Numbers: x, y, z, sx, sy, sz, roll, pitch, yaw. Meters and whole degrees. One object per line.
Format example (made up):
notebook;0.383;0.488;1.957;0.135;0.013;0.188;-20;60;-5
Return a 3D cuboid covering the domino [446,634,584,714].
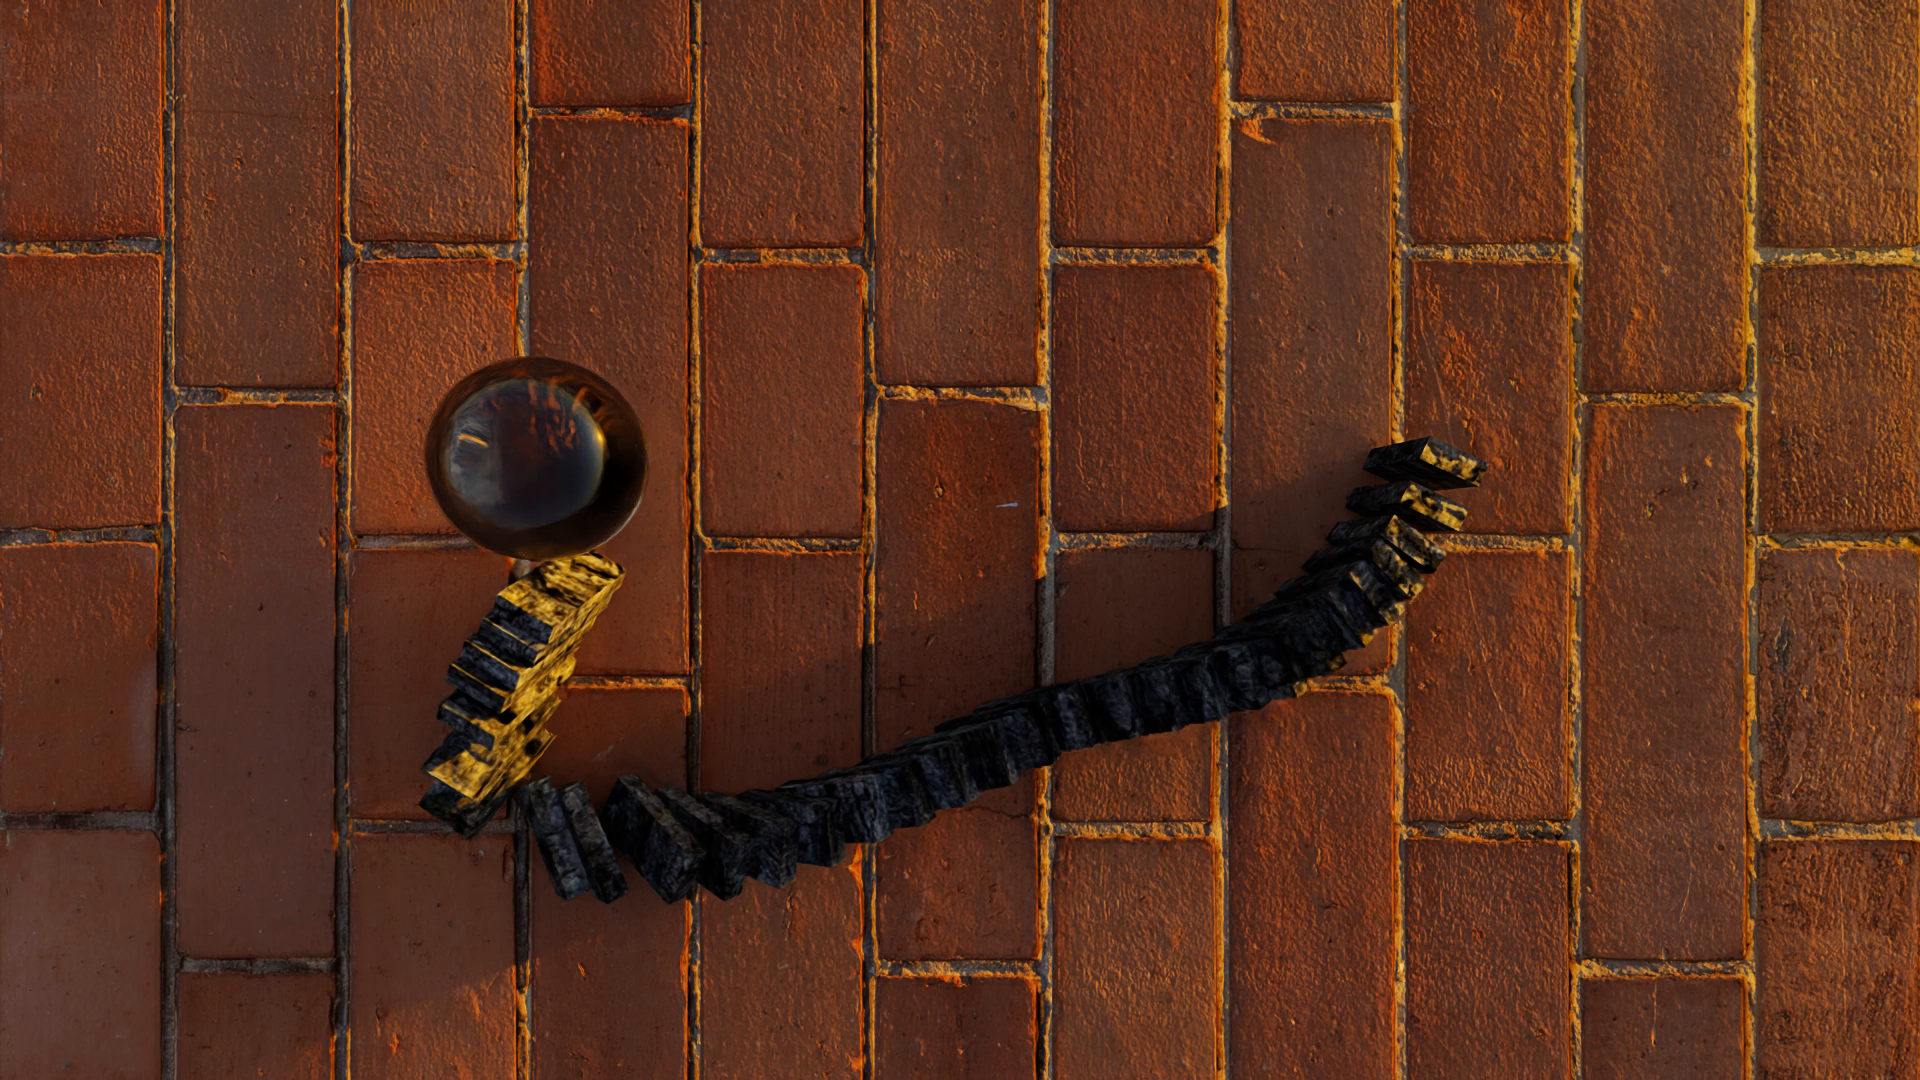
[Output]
domino;-0.181;0.047;0.376;0.025;0.050;0.009;31;119;0

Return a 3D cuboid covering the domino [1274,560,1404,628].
domino;0.153;0.025;0.375;0.009;0.050;0.025;-38;90;-20

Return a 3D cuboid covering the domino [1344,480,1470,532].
domino;0.181;-0.013;0.375;0.025;0.050;0.009;26;90;0

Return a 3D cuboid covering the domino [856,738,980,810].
domino;-0.018;0.100;0.383;0.050;0.009;0.025;-19;90;32

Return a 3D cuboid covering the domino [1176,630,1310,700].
domino;0.115;0.053;0.378;0.009;0.050;0.025;-19;90;-40

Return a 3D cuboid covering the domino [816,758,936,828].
domino;-0.036;0.107;0.383;0.050;0.010;0.025;-16;90;32

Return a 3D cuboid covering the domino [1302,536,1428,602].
domino;0.164;0.014;0.375;0.025;0.050;0.009;45;79;0

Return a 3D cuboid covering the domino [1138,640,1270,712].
domino;0.100;0.059;0.379;0.009;0.050;0.025;-19;90;-45

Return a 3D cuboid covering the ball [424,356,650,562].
ball;-0.164;-0.031;0.360;0.080;0.080;0.080;0;90;0

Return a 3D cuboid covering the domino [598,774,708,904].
domino;-0.129;0.124;0.382;0.050;0.009;0.025;36;107;25

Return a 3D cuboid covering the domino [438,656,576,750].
domino;-0.185;0.061;0.377;0.025;0.050;0.010;30;125;0

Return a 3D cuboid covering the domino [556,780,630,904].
domino;-0.157;0.127;0.387;0.010;0.025;0.050;-23;90;-34

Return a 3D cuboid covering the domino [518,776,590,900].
domino;-0.172;0.125;0.387;0.009;0.025;0.050;-20;90;-36

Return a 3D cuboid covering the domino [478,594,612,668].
domino;-0.169;0.030;0.376;0.025;0.050;0.009;31;119;0

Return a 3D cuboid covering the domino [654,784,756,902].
domino;-0.110;0.125;0.382;0.050;0.010;0.025;22;101;28

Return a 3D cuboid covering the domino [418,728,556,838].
domino;-0.199;0.097;0.387;0.025;0.009;0.050;34;71;2

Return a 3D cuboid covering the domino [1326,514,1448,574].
domino;0.173;0.002;0.375;0.025;0.050;0.009;36;87;0

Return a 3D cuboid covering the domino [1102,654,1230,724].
domino;0.084;0.064;0.380;0.050;0.009;0.025;-18;90;41

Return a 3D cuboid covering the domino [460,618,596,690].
domino;-0.175;0.038;0.376;0.025;0.050;0.009;31;119;0

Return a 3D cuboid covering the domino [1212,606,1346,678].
domino;0.130;0.045;0.377;0.010;0.050;0.025;-26;90;-34

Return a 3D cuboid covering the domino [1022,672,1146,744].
domino;0.049;0.072;0.382;0.050;0.010;0.025;-18;90;36

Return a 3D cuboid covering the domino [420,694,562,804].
domino;-0.193;0.080;0.380;0.025;0.009;0.050;31;59;1

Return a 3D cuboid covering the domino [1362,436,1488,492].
domino;0.189;-0.030;0.375;0.025;0.050;0.009;25;90;0

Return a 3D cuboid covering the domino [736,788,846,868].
domino;-0.071;0.120;0.383;0.050;0.010;0.025;-4;92;31

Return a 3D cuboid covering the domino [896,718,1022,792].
domino;-0.001;0.093;0.383;0.050;0.010;0.025;-20;90;32

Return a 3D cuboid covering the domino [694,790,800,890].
domino;-0.090;0.124;0.382;0.050;0.010;0.025;8;96;30

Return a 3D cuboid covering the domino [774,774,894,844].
domino;-0.053;0.113;0.383;0.050;0.009;0.025;-14;90;32

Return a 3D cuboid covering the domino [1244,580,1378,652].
domino;0.142;0.035;0.376;0.009;0.050;0.025;-35;90;-28

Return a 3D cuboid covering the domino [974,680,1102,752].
domino;0.032;0.076;0.382;0.050;0.009;0.025;-20;90;35

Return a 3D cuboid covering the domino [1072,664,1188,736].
domino;0.067;0.069;0.381;0.050;0.010;0.025;-18;90;38

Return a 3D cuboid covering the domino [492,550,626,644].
domino;-0.163;0.020;0.376;0.025;0.050;0.009;31;119;0

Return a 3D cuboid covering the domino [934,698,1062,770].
domino;0.015;0.084;0.382;0.050;0.009;0.025;-20;90;33
